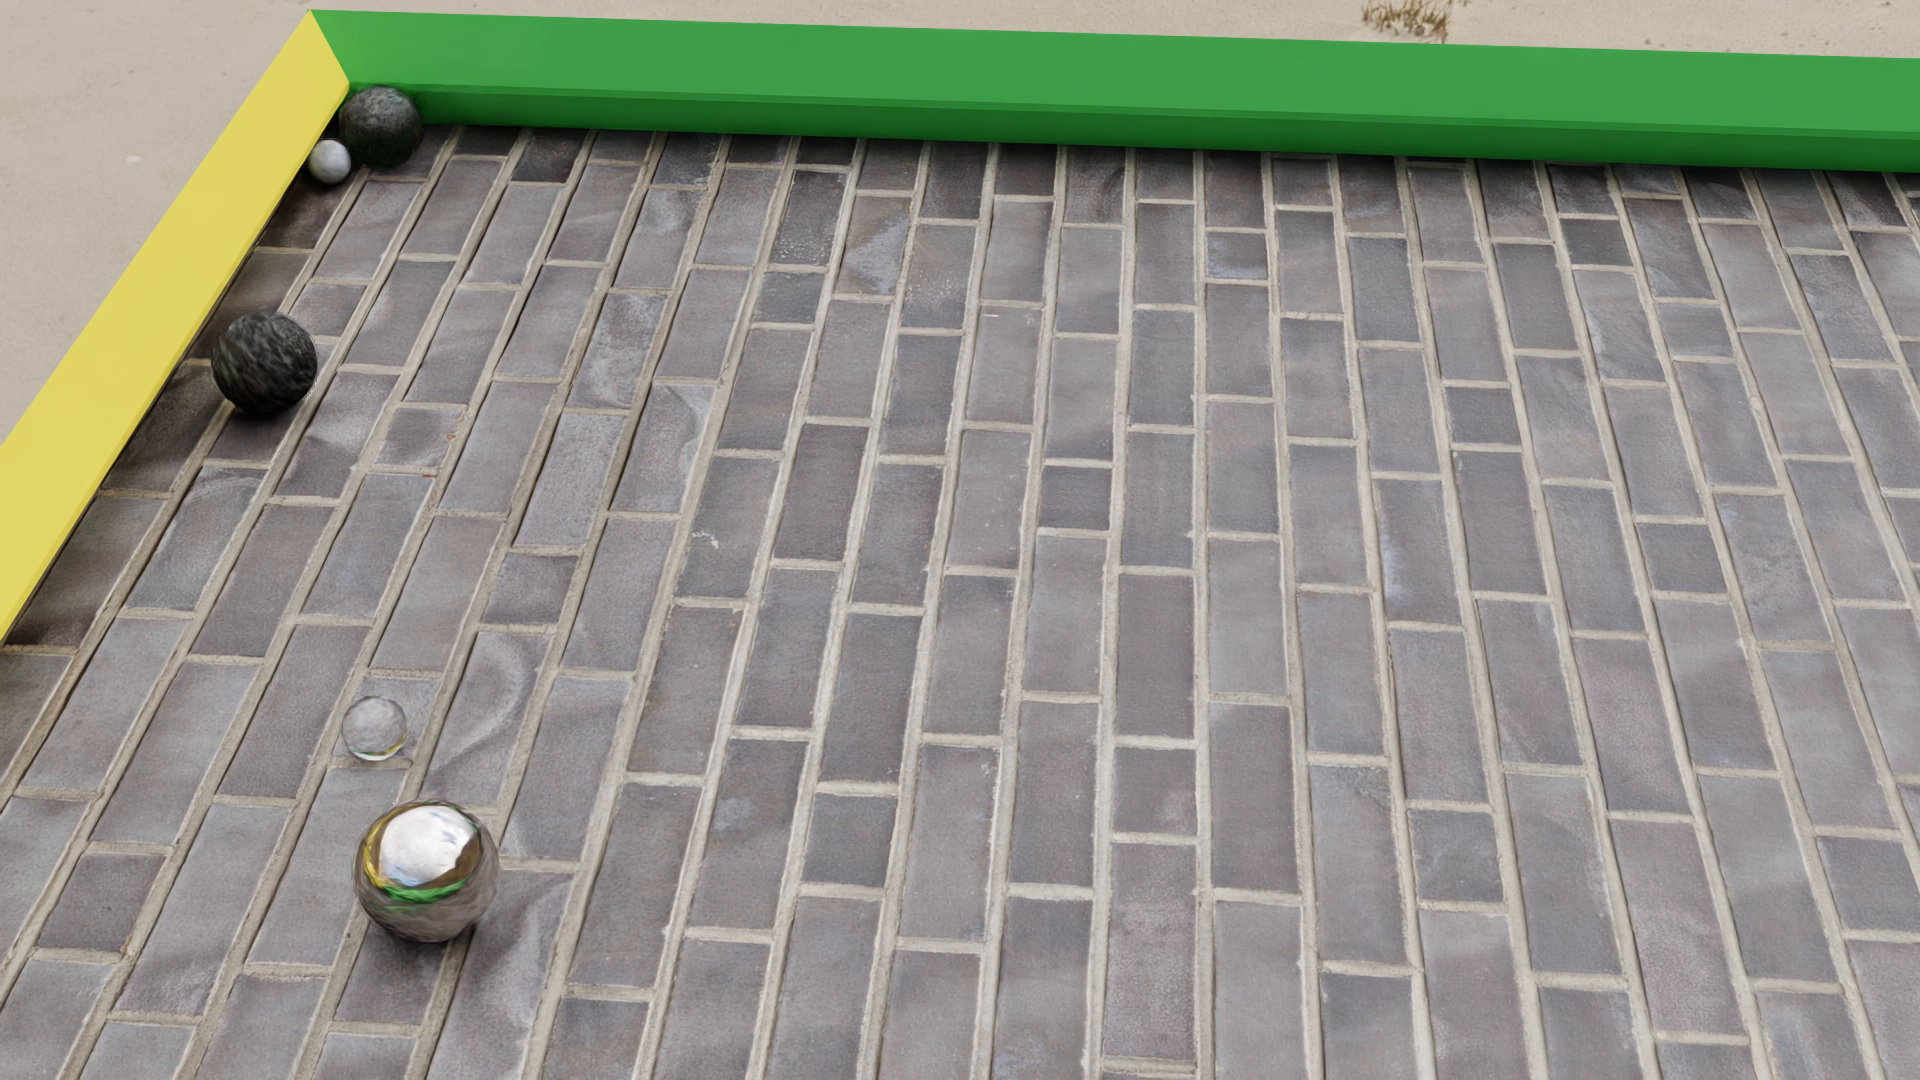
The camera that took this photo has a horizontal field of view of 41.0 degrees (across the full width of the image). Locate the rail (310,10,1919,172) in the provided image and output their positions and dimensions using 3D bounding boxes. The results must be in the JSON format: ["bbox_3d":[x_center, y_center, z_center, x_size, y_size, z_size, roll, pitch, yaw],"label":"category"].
[{"bbox_3d":[0.749,-0.400,2.446,2.790,0.117,0.045,2,35,4],"label":"rail"}]

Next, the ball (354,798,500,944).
[{"bbox_3d":[-0.332,0.206,1.600,0.090,0.090,0.090,0,35,0],"label":"ball"}]

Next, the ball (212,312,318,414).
[{"bbox_3d":[-0.572,-0.146,2.111,0.084,0.084,0.084,0,35,0],"label":"ball"}]

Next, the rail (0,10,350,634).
[{"bbox_3d":[-0.672,-0.049,1.942,0.045,0.117,1.485,2,35,4],"label":"rail"}]

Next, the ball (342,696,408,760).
[{"bbox_3d":[-0.399,0.128,1.751,0.045,0.045,0.045,0,35,0],"label":"ball"}]

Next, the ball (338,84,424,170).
[{"bbox_3d":[-0.558,-0.398,2.476,0.081,0.081,0.081,0,35,0],"label":"ball"}]

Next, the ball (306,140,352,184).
[{"bbox_3d":[-0.605,-0.362,2.459,0.042,0.042,0.042,0,35,0],"label":"ball"}]
